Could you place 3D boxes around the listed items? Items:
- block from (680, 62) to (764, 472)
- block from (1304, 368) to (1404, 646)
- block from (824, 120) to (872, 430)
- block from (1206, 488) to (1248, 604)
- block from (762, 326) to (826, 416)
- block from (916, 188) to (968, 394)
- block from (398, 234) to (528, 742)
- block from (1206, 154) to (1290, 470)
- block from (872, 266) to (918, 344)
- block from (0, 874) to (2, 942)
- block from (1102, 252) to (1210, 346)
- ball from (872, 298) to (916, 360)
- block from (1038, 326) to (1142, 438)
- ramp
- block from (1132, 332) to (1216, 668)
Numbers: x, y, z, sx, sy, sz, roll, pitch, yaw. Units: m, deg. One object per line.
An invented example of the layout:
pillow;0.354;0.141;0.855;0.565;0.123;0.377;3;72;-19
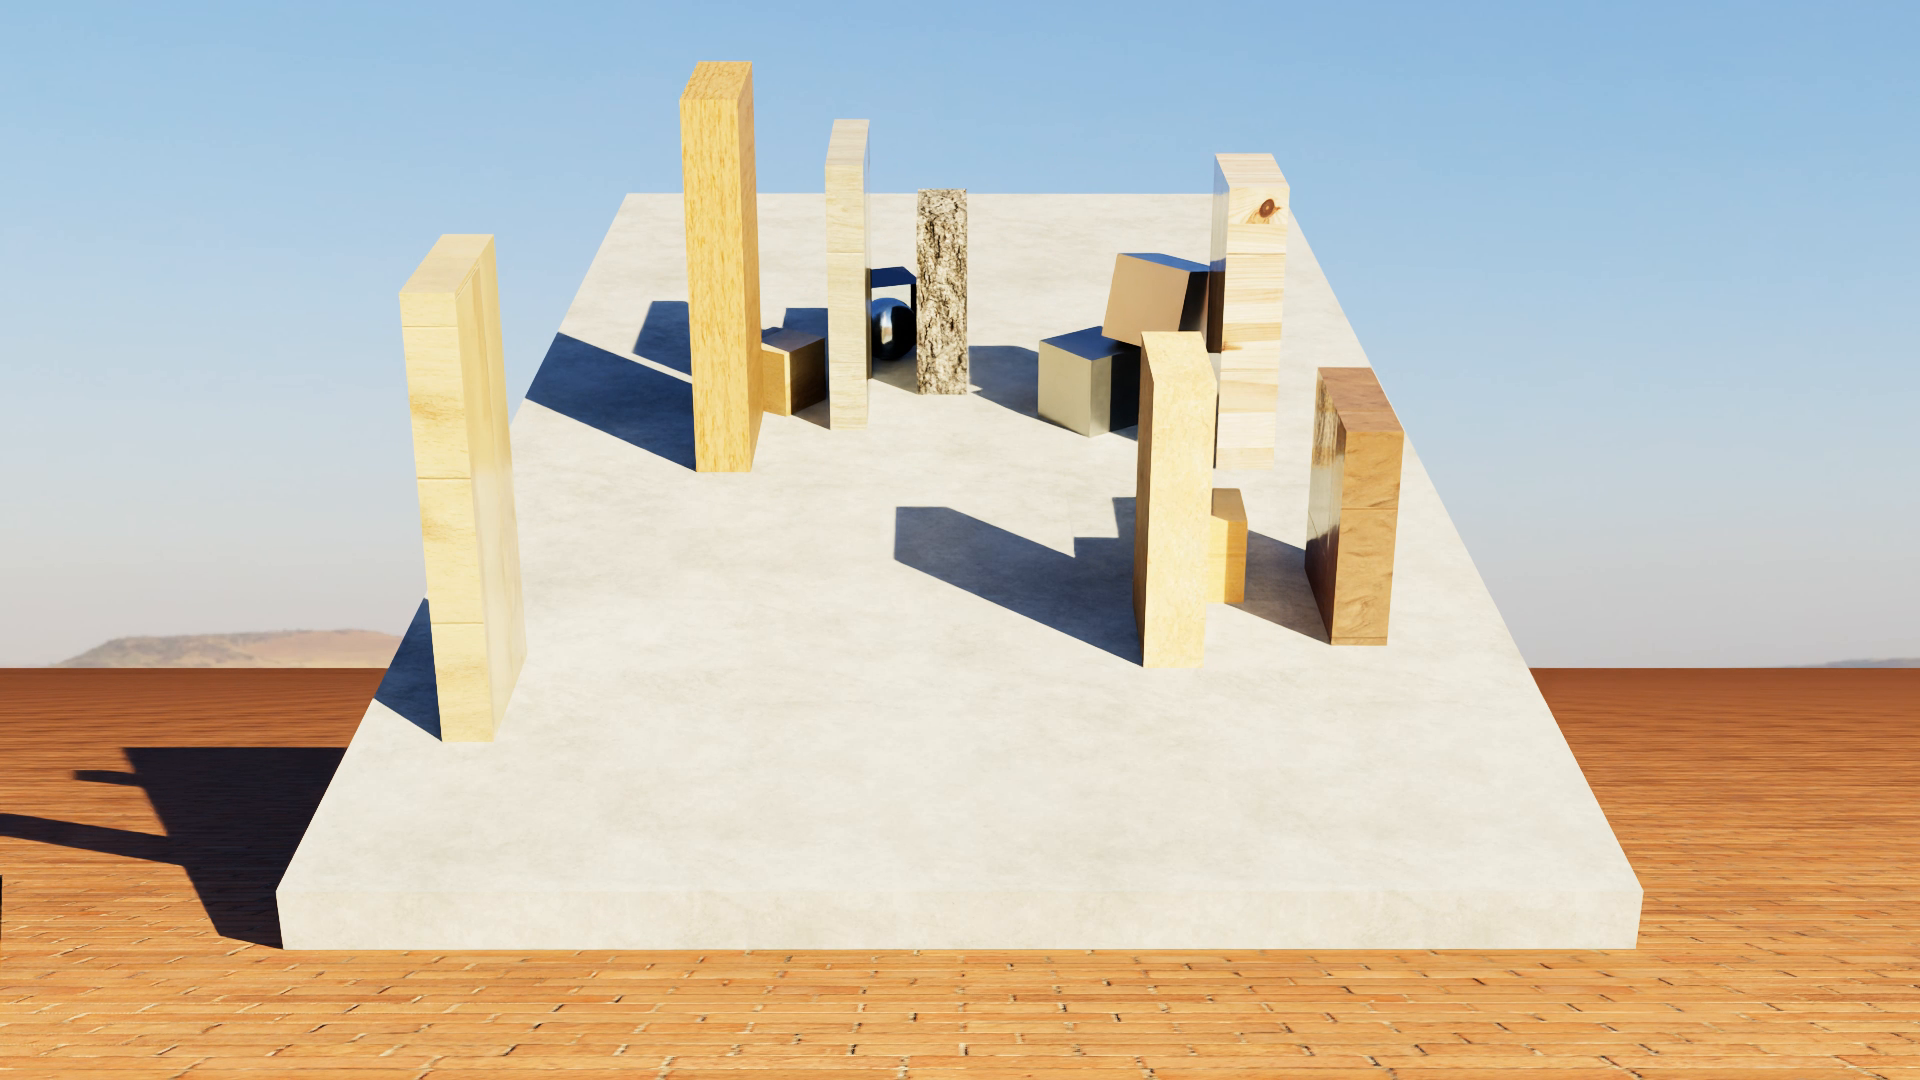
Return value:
block;-0.503;-0.585;4.938;0.115;0.797;0.378;0;23;0
block;0.715;-0.066;4.223;0.100;0.409;0.344;0;23;0
block;-0.248;-0.606;5.237;0.081;0.602;0.432;0;23;0
block;0.447;0.009;4.357;0.165;0.165;0.165;1;23;1
block;-0.413;-0.387;5.301;0.149;0.149;0.149;15;27;31
block;-0.042;-0.586;5.436;0.115;0.409;0.306;0;23;0
block;-0.809;-0.085;3.803;0.084;0.768;0.328;0;23;0
block;0.608;-0.490;4.954;0.122;0.615;0.288;0;23;0
block;-0.189;-0.575;5.733;0.156;0.156;0.156;-8;24;-19
block;-1.283;0.497;2.844;0.156;0.156;0.156;0;-3;-7
block;0.458;-0.527;5.144;0.186;0.186;0.186;19;17;31
ball;-0.176;-0.511;5.587;0.152;0.152;0.152;0;-3;0
block;0.303;-0.357;5.195;0.180;0.180;0.180;-17;28;-34
ramp;-0.007;-0.226;5.242;2.000;0.100;4.000;0;23;0
block;0.375;-0.073;4.084;0.105;0.529;0.274;0;23;0
